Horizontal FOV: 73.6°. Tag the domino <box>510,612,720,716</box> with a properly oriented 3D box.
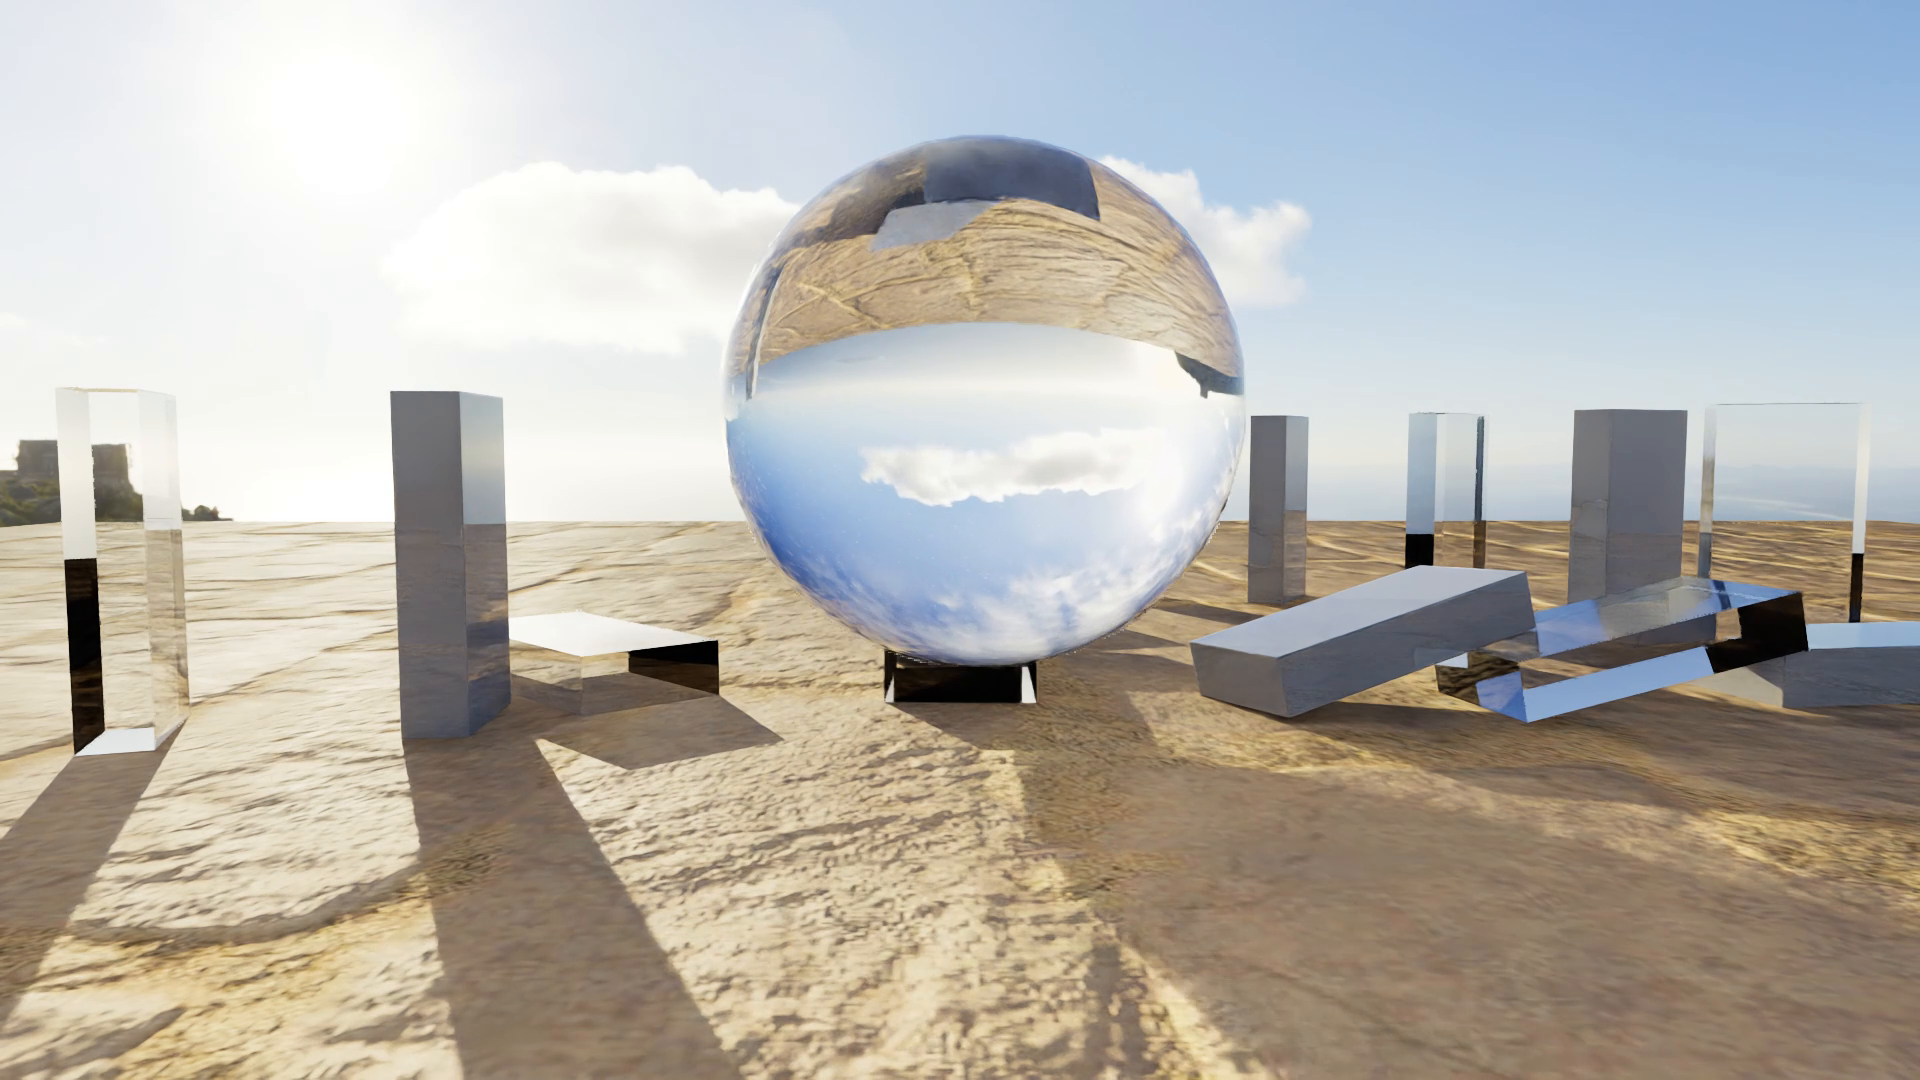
[{"bbox_3d":[-0.067,0.021,0.227,0.025,0.010,0.050,-4,6,-43],"label":"domino"}]

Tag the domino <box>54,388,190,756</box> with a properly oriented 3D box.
[{"bbox_3d":[-0.121,0.004,0.187,0.009,0.050,0.025,-2,5,-21],"label":"domino"}]

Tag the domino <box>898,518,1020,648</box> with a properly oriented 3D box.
[{"bbox_3d":[0.000,0.009,0.289,0.025,0.009,0.050,0,22,1],"label":"domino"}]

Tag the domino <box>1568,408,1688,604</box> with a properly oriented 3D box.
[{"bbox_3d":[0.150,-0.004,0.288,0.025,0.050,0.010,-2,5,-26],"label":"domino"}]

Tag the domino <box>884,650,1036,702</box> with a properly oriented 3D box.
[{"bbox_3d":[0.000,0.020,0.236,0.025,0.009,0.050,0,4,1],"label":"domino"}]

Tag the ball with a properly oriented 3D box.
[{"bbox_3d":[0.003,-0.021,0.198,0.080,0.080,0.080,0,4,0],"label":"ball"}]

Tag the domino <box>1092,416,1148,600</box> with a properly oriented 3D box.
[{"bbox_3d":[0.045,-0.010,0.361,0.009,0.050,0.025,-1,4,-7],"label":"domino"}]

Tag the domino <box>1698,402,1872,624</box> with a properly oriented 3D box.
[{"bbox_3d":[0.157,-0.001,0.245,0.025,0.050,0.009,1,5,18],"label":"domino"}]

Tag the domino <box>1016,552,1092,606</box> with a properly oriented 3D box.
[{"bbox_3d":[0.021,0.010,0.366,0.025,0.009,0.050,1,4,16],"label":"domino"}]

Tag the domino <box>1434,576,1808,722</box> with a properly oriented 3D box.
[{"bbox_3d":[0.108,0.017,0.212,0.050,0.009,0.025,-12,6,-9],"label":"domino"}]

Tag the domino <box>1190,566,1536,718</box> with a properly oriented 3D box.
[{"bbox_3d":[0.067,0.016,0.214,0.050,0.010,0.025,-16,7,-20],"label":"domino"}]

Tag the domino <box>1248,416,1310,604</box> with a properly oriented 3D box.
[{"bbox_3d":[0.087,-0.009,0.351,0.010,0.050,0.025,2,5,28],"label":"domino"}]

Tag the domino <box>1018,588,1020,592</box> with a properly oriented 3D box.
[{"bbox_3d":[0.001,0.009,0.321,0.025,0.009,0.050,0,16,0],"label":"domino"}]

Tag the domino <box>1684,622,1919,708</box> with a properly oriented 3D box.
[{"bbox_3d":[0.155,0.021,0.223,0.050,0.010,0.025,-1,4,-10],"label":"domino"}]

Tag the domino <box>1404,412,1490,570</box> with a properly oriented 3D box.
[{"bbox_3d":[0.123,-0.007,0.324,0.025,0.050,0.009,-4,6,-45],"label":"domino"}]

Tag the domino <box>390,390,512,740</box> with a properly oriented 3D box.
[{"bbox_3d":[-0.077,0.003,0.196,0.009,0.050,0.025,0,4,-6],"label":"domino"}]
